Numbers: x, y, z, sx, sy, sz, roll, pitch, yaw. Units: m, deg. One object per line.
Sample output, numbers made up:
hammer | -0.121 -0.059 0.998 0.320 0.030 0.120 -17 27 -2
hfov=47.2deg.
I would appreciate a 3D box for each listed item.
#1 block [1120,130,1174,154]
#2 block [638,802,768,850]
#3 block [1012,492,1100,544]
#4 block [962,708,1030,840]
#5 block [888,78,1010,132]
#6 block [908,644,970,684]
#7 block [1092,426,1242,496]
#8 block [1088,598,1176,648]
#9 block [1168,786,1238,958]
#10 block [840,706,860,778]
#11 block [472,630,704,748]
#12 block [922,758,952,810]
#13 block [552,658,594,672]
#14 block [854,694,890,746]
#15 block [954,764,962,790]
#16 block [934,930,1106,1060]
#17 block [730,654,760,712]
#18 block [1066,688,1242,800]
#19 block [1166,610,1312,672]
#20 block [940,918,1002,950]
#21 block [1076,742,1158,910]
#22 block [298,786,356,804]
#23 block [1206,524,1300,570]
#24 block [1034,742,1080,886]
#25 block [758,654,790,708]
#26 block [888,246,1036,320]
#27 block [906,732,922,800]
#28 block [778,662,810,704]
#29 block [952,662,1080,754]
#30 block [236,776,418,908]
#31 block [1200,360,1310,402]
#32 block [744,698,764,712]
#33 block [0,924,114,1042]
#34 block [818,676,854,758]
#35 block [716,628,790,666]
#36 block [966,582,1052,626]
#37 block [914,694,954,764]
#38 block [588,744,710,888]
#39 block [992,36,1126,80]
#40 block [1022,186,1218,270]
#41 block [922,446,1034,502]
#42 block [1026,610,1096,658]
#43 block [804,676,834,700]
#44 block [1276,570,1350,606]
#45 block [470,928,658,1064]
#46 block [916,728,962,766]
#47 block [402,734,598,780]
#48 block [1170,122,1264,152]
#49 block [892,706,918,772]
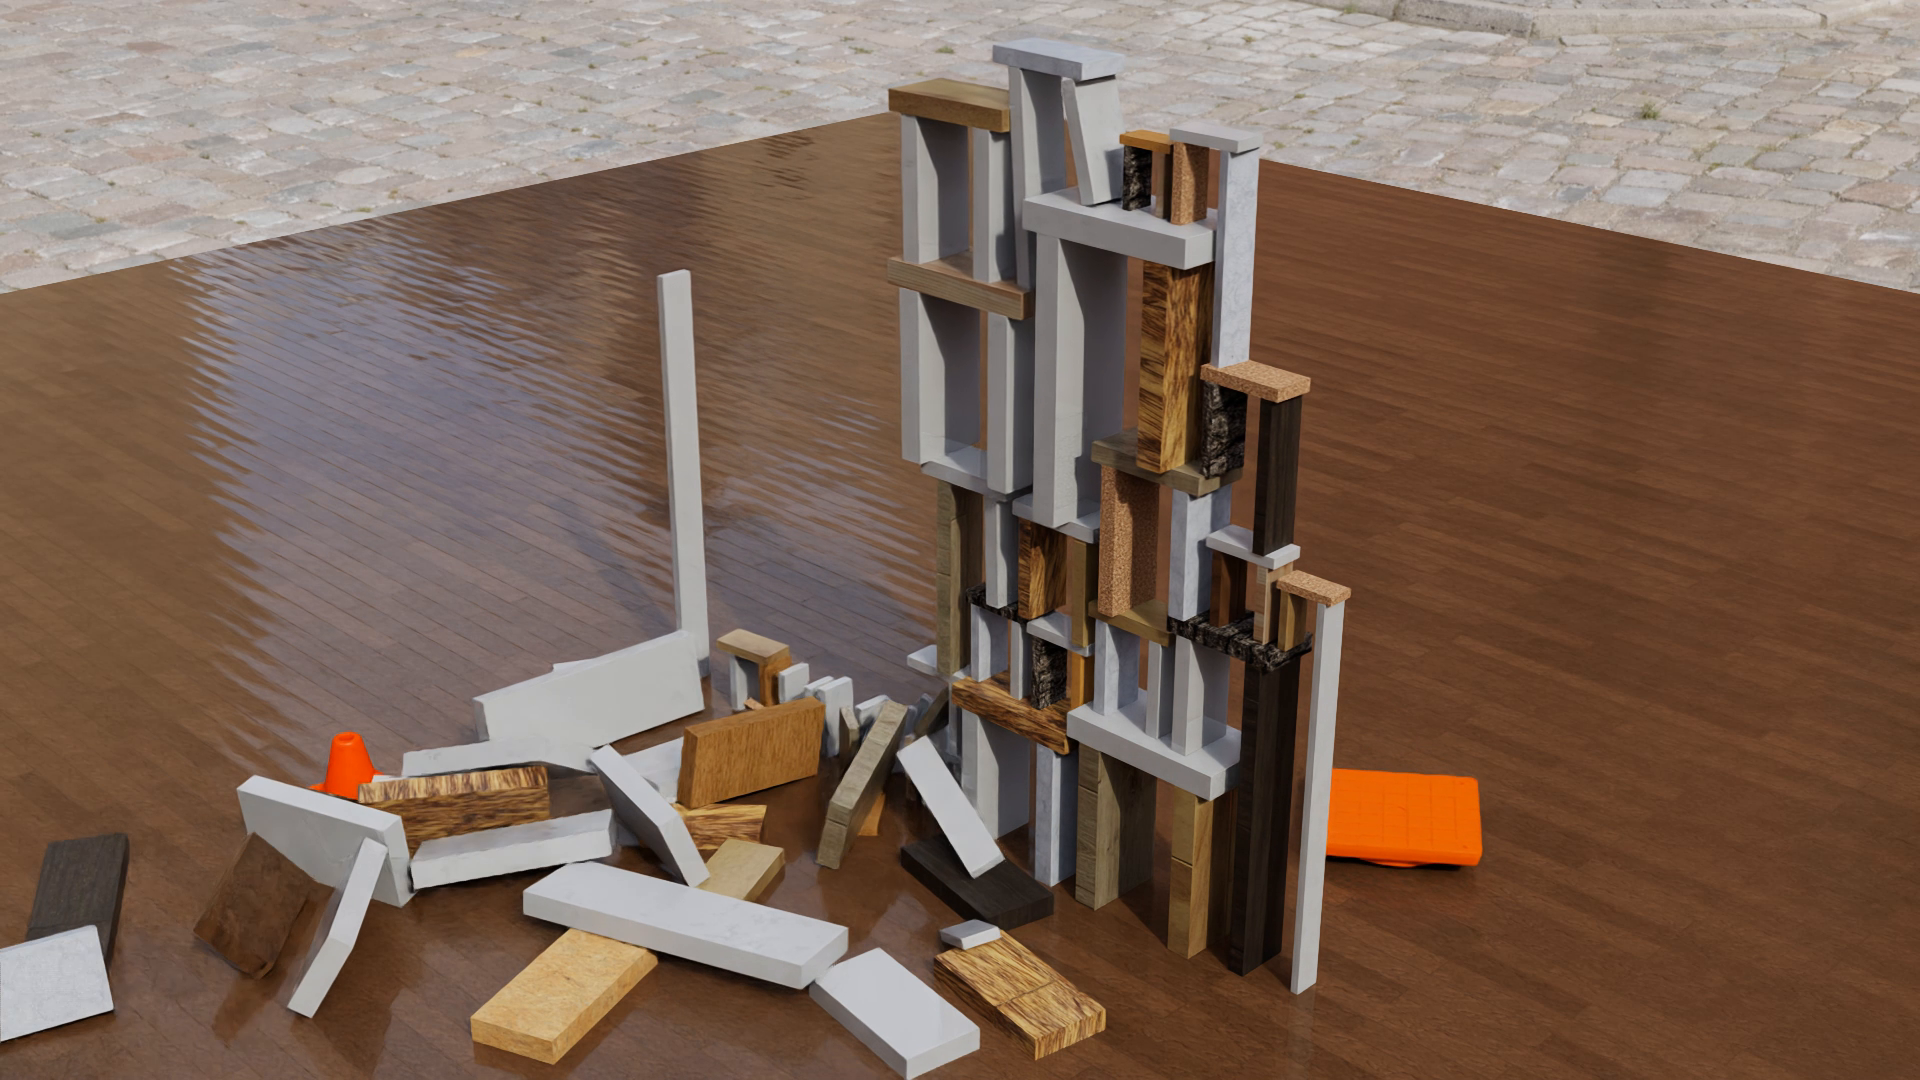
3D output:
block | 0.321 -0.653 3.605 0.054 0.015 0.109 -21 31 -40
block | -0.510 0.569 4.375 0.239 0.034 0.120 1 23 2
block | 0.201 -0.046 3.991 0.099 0.028 0.199 -21 31 -40
block | 0.071 0.446 4.331 0.148 0.296 0.042 -21 31 -41
block | 0.019 -0.766 3.869 0.272 0.039 0.136 20 30 39
block | -0.025 0.249 4.349 0.149 0.021 0.075 20 30 39
block | 0.355 -0.137 3.777 0.238 0.034 0.119 21 31 40
block | 0.331 0.137 3.930 0.094 0.027 0.188 -21 31 -41
block | 0.455 0.571 3.980 0.048 0.339 0.170 21 31 41
block | -0.228 0.430 4.532 0.022 0.157 0.079 -7 32 -15
block | -0.787 0.351 4.703 0.513 0.175 0.050 -18 19 -36
block | -0.046 0.474 4.472 0.067 0.135 0.019 -21 31 -40
block | -0.854 0.299 5.029 0.146 0.021 0.073 -7 24 -16
block | -0.183 0.408 4.598 0.079 0.158 0.022 -20 32 -39
block | 0.017 0.499 4.413 0.019 0.135 0.067 21 31 41
block | 0.101 0.791 3.843 0.150 0.043 0.301 -15 27 -32
block | -0.473 0.298 4.868 0.074 0.148 0.021 -21 31 -41
block | 0.375 0.362 3.978 0.170 0.048 0.339 -21 31 -40
block | 0.478 0.158 3.774 0.113 0.032 0.227 -21 31 -40
block | 0.018 0.711 3.971 0.072 0.020 0.143 -15 1 -17
block | 0.295 0.509 4.127 0.048 0.339 0.170 21 31 41
block | -1.207 0.524 4.309 0.214 0.030 0.107 19 -17 -29
block | 0.491 0.011 3.690 0.142 0.020 0.071 21 31 40
block | 0.211 0.500 4.203 0.148 0.296 0.042 -21 31 -40
block | -0.403 0.326 4.804 0.074 0.148 0.021 -21 31 -41
block | 0.045 -0.471 3.979 0.334 0.047 0.167 21 31 40
block | -0.079 0.456 4.503 0.020 0.142 0.071 19 29 37
block | -0.360 0.342 4.770 0.020 0.143 0.072 22 31 38
block | 0.141 0.317 4.201 0.148 0.042 0.296 -21 31 -40
block | -1.204 0.571 4.180 0.356 0.178 0.050 11 32 24
block | 0.481 -0.263 3.585 0.081 0.023 0.163 -20 30 -39
block | -0.408 0.397 4.730 0.020 0.072 0.143 -36 37 -23
block | -1.613 0.770 3.752 0.292 0.146 0.041 -13 6 -28
block | -0.262 0.376 4.671 0.022 0.157 0.079 18 29 41
block | -0.453 0.234 4.805 0.148 0.021 0.074 16 28 34
block | 0.095 0.117 4.180 0.080 0.023 0.160 -21 31 -40
block | -0.045 0.398 4.641 0.142 0.071 0.020 42 24 4
block | -0.597 0.528 4.217 0.046 0.162 0.324 -33 34 -19
block | 0.165 -0.811 3.702 0.104 0.029 0.208 -21 31 -40
block | 0.295 -0.529 3.675 0.179 0.051 0.358 -21 31 -41
block | 0.043 -0.128 4.125 0.220 0.031 0.110 21 31 40
block | 0.204 0.173 4.076 0.150 0.021 0.075 21 31 40
block | -0.299 0.369 4.708 0.020 0.143 0.072 21 31 40
block | 0.582 0.079 3.620 0.109 0.015 0.054 21 31 40
block | -0.688 0.786 3.847 0.165 0.047 0.330 10 25 22
block | -0.015 0.416 4.411 0.135 0.019 0.068 21 31 40
block | -0.915 0.445 4.377 0.350 0.050 0.175 -9 -19 27
block | 0.409 -0.643 3.508 0.136 0.019 0.068 20 30 39
block | -0.137 0.416 4.583 0.071 0.142 0.020 2 18 -32
